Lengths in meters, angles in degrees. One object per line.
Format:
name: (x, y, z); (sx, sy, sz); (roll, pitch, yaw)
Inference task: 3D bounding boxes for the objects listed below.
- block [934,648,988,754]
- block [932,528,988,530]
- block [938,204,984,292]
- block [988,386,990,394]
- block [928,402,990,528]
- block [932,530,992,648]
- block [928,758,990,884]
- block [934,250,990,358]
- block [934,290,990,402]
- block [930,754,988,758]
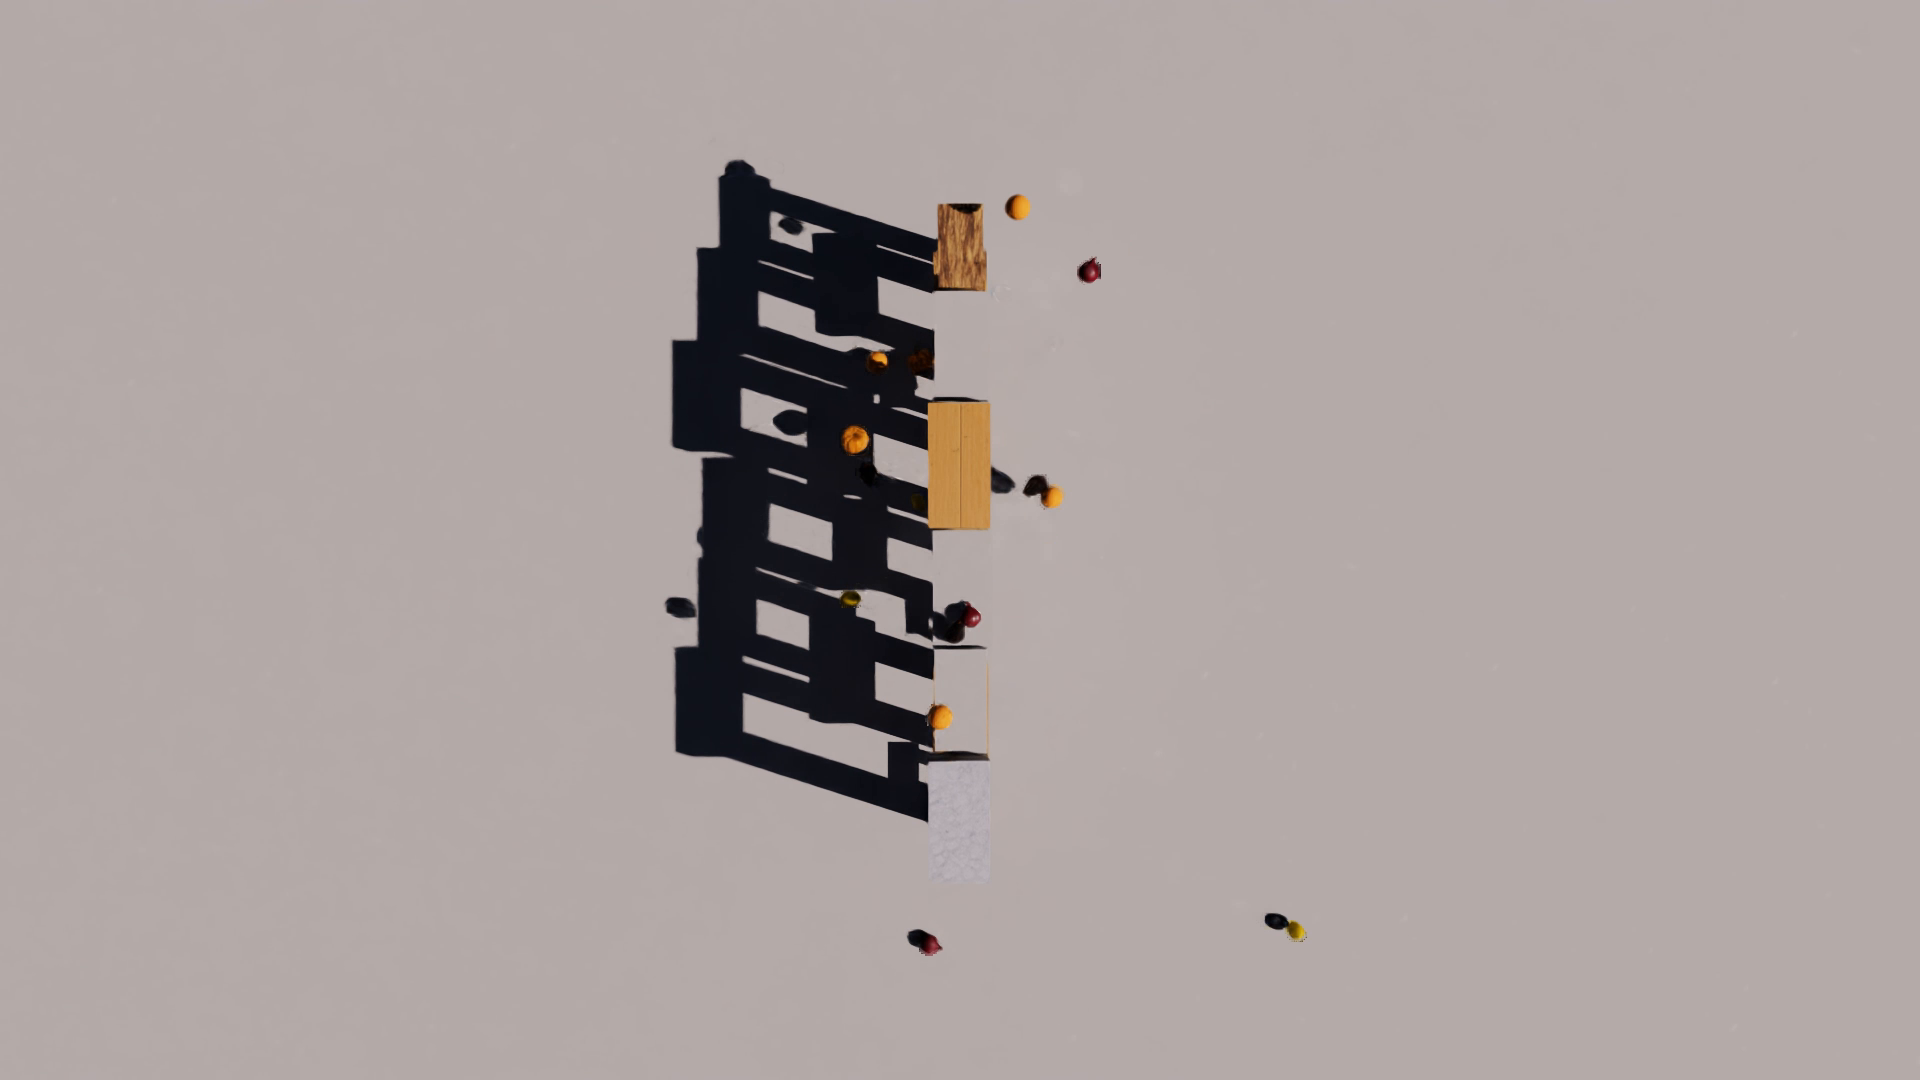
block: (0.002, 0.466, 4.785); (0.152, 0.043, 0.304); (0, 90, 0)
block: (0.000, -0.201, 5.133); (0.171, 0.049, 0.343); (0, 90, 0)
block: (0.002, -0.850, 4.838); (0.133, 0.038, 0.265); (-1, 90, 0)
block: (0.005, -0.446, 5.049); (0.158, 0.484, 0.045); (-7, 89, 0)
block: (-0.002, -0.212, 4.726); (0.179, 0.051, 0.357); (0, 90, 0)
block: (0.005, 0.143, 4.808); (0.171, 0.048, 0.342); (0, 90, 0)
block: (-0.002, 0.806, 4.734); (0.176, 0.050, 0.352); (0, 90, 0)
block: (0.004, -0.731, 5.146); (0.165, 0.047, 0.330); (-2, 90, 0)
block: (0.004, -0.562, 4.785); (0.157, 0.045, 0.315); (0, 90, 0)
block: (-0.002, 0.688, 4.935); (0.176, 0.352, 0.050); (0, 90, 0)
